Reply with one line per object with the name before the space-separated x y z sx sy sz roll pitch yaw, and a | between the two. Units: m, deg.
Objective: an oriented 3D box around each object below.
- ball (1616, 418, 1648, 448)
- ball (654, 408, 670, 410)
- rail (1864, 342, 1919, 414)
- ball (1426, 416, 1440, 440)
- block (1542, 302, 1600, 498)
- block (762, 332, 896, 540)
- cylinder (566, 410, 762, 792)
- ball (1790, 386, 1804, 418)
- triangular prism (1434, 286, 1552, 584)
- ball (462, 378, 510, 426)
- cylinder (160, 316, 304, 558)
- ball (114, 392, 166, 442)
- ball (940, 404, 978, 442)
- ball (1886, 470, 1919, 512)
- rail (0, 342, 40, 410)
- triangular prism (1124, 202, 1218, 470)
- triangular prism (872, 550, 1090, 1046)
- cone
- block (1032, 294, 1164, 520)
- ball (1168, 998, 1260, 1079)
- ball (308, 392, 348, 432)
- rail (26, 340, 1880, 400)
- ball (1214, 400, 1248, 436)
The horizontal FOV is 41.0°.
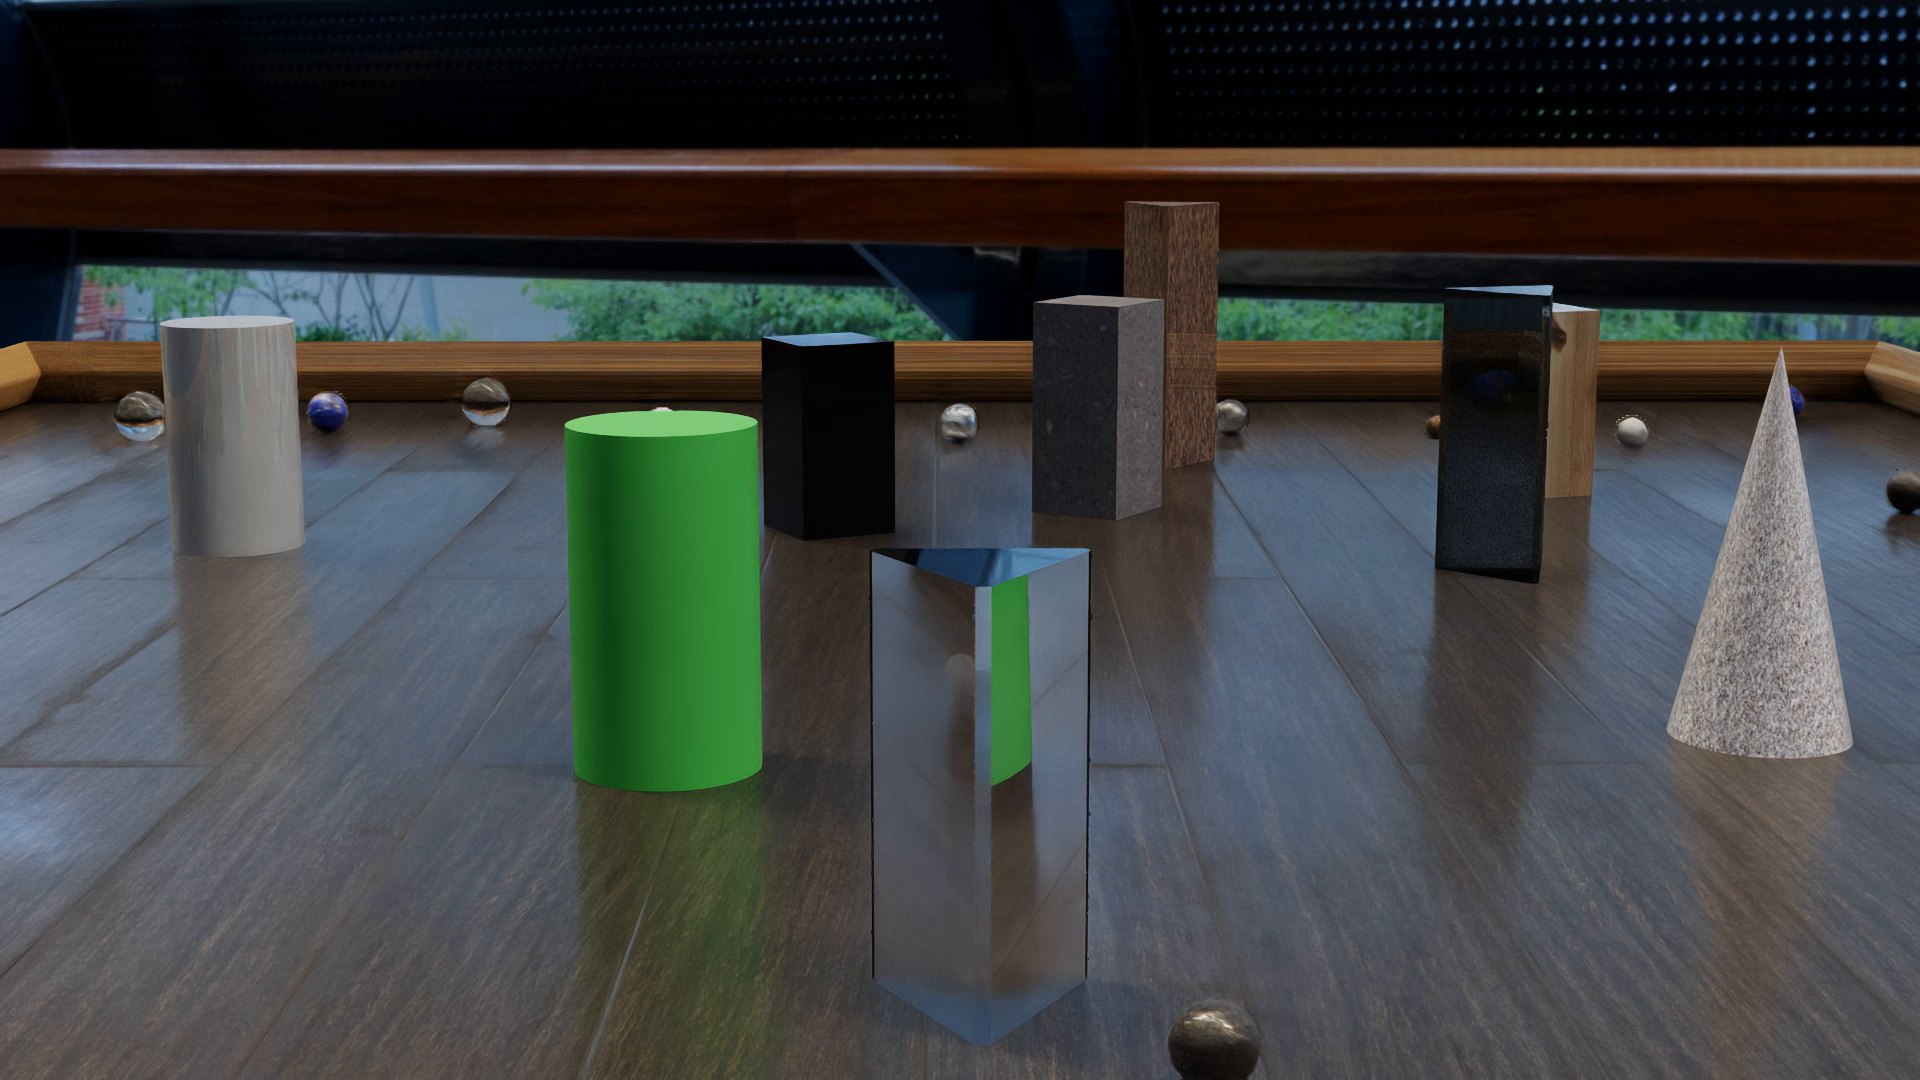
ball | 1.294 -0.207 4.940 0.058 0.058 0.058 0 10 0
ball | -0.575 -0.219 4.959 0.076 0.076 0.076 0 10 0
rail | 2.012 0.031 3.460 0.045 0.128 4.462 0 10 0
ball | 0.941 -0.221 5.047 0.047 0.047 0.047 0 10 0
block | 0.984 -0.242 4.419 0.158 0.317 0.158 -3 11 -18
block | -0.208 -0.167 4.054 0.158 0.302 0.158 -5 12 -27
cylinder | -0.307 0.059 2.669 0.197 0.364 0.197 0 10 0
ball | 1.717 -0.286 5.332 0.071 0.071 0.071 0 10 0
triangular prism | 0.809 -0.160 3.722 0.171 0.410 0.148 10 15 44
ball | -0.966 -0.281 5.230 0.099 0.099 0.099 0 10 0
cylinder | -1.107 -0.161 3.911 0.197 0.344 0.197 0 10 0
ball | -1.600 -0.241 5.014 0.098 0.098 0.098 0 10 0
ball | -0.002 -0.229 5.018 0.075 0.075 0.075 0 10 0
ball | 1.564 -0.081 4.234 0.068 0.068 0.068 0 10 0
rail | -2.012 0.035 3.437 0.045 0.128 4.462 0 10 0
triangular prism | 0.364 -0.383 4.742 0.148 0.477 0.171 8 13 38
triangular prism | 0.038 0.187 2.006 0.148 0.352 0.171 -6 12 -30
cone | 0.880 0.003 2.787 0.197 0.430 0.197 0 10 0
block | 0.228 -0.222 4.232 0.158 0.346 0.158 7 12 31
ball | 0.183 0.363 1.844 0.066 0.066 0.066 0 10 0
ball | -1.270 -0.257 5.152 0.079 0.079 0.079 0 10 0
rail | -0.013 -0.369 5.619 4.071 0.128 0.045 0 10 0
ball | 0.537 -0.245 5.108 0.071 0.071 0.071 0 10 0
